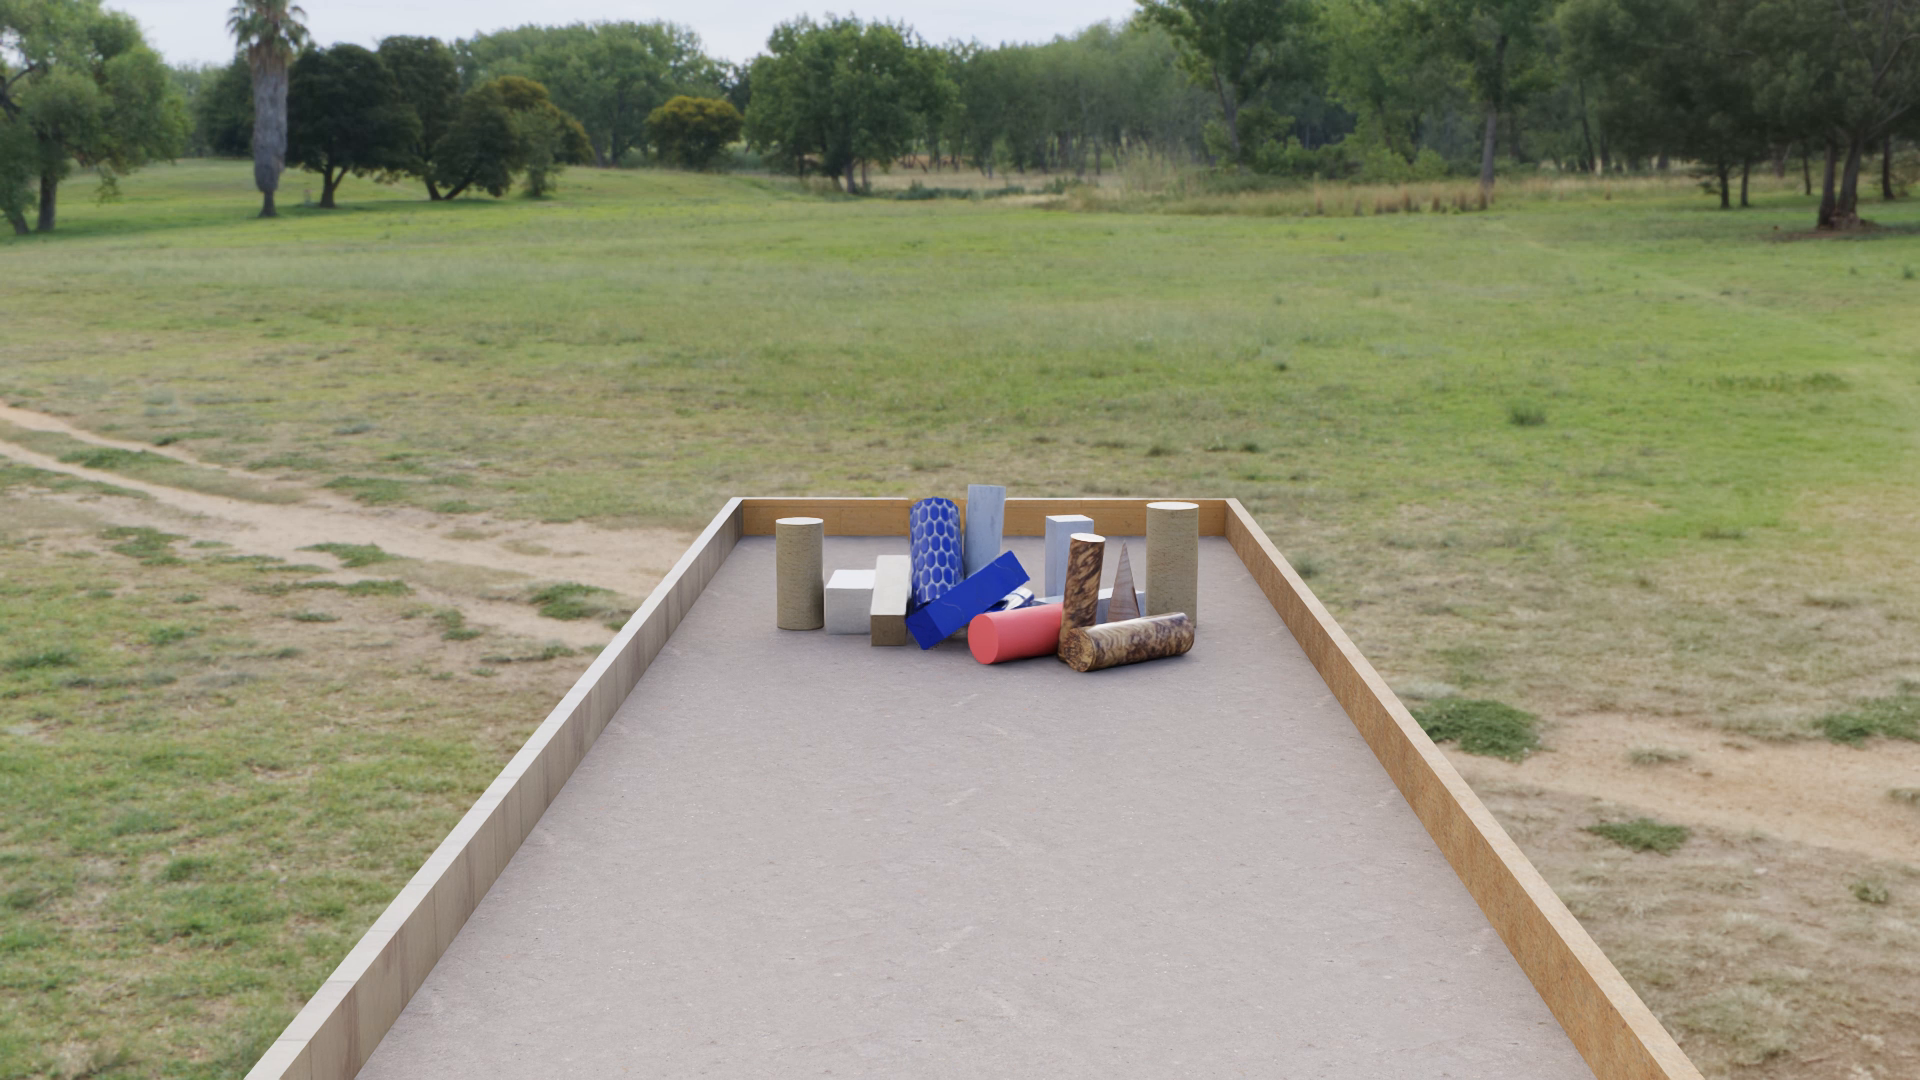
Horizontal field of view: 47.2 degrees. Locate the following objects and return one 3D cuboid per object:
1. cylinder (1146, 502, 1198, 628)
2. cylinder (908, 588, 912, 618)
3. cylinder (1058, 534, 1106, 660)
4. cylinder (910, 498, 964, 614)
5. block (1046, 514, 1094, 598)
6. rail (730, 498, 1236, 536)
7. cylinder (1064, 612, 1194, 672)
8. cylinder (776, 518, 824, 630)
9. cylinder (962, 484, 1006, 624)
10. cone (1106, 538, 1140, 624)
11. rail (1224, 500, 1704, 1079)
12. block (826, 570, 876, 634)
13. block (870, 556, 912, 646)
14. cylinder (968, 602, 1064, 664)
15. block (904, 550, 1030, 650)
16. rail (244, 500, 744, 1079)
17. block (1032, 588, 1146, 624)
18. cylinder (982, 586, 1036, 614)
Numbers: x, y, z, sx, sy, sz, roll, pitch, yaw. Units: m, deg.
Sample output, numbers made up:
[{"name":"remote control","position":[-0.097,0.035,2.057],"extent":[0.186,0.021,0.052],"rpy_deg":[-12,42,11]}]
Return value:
[{"name":"cylinder","position":[0.694,0.084,7.204],"extent":[0.170,0.398,0.170],"rpy_deg":[0,9,0]},{"name":"cylinder","position":[-0.125,0.193,7.456],"extent":[0.105,0.105,0.415],"rpy_deg":[3,10,20]},{"name":"cylinder","position":[0.366,0.176,6.657],"extent":[0.104,0.379,0.104],"rpy_deg":[6,13,-1]},{"name":"cylinder","position":[-0.076,0.082,7.187],"extent":[0.171,0.171,0.451],"rpy_deg":[0,46,-3]},{"name":"block","position":[0.358,0.105,7.210],"extent":[0.125,0.356,0.125],"rpy_deg":[-2,9,-15]},{"name":"rail","position":[0.099,-0.098,9.147],"extent":[2.100,0.150,0.050],"rpy_deg":[0,9,1]},{"name":"cylinder","position":[0.514,0.306,6.660],"extent":[0.418,0.131,0.131],"rpy_deg":[-7,11,-38]},{"name":"cylinder","position":[-0.523,0.110,7.195],"extent":[0.155,0.350,0.155],"rpy_deg":[0,9,0]},{"name":"cylinder","position":[0.071,0.046,7.228],"extent":[0.124,0.453,0.124],"rpy_deg":[5,2,0]},{"name":"cone","position":[0.519,0.155,6.959],"extent":[0.139,0.335,0.139],"rpy_deg":[0,9,0]},{"name":"rail","position":[1.046,0.843,3.208],"extent":[0.050,0.150,12.000],"rpy_deg":[0,9,1]},{"name":"block","position":[-0.349,0.203,7.245],"extent":[0.152,0.152,0.348],"rpy_deg":[0,9,2]},{"name":"block","position":[-0.221,0.192,7.084],"extent":[0.109,0.109,0.432],"rpy_deg":[0,25,1]},{"name":"cylinder","position":[0.220,0.282,6.744],"extent":[0.374,0.153,0.153],"rpy_deg":[-7,11,-36]},{"name":"block","position":[0.025,0.188,6.942],"extent":[0.450,0.113,0.113],"rpy_deg":[-33,0,-44]},{"name":"rail","position":[-1.004,0.839,3.234],"extent":[0.050,0.150,12.000],"rpy_deg":[0,9,1]},{"name":"block","position":[0.416,0.241,7.089],"extent":[0.372,0.124,0.124],"rpy_deg":[-7,11,-37]},{"name":"cylinder","position":[0.147,0.246,7.092],"extent":[0.115,0.115,0.449],"rpy_deg":[2,9,13]}]
